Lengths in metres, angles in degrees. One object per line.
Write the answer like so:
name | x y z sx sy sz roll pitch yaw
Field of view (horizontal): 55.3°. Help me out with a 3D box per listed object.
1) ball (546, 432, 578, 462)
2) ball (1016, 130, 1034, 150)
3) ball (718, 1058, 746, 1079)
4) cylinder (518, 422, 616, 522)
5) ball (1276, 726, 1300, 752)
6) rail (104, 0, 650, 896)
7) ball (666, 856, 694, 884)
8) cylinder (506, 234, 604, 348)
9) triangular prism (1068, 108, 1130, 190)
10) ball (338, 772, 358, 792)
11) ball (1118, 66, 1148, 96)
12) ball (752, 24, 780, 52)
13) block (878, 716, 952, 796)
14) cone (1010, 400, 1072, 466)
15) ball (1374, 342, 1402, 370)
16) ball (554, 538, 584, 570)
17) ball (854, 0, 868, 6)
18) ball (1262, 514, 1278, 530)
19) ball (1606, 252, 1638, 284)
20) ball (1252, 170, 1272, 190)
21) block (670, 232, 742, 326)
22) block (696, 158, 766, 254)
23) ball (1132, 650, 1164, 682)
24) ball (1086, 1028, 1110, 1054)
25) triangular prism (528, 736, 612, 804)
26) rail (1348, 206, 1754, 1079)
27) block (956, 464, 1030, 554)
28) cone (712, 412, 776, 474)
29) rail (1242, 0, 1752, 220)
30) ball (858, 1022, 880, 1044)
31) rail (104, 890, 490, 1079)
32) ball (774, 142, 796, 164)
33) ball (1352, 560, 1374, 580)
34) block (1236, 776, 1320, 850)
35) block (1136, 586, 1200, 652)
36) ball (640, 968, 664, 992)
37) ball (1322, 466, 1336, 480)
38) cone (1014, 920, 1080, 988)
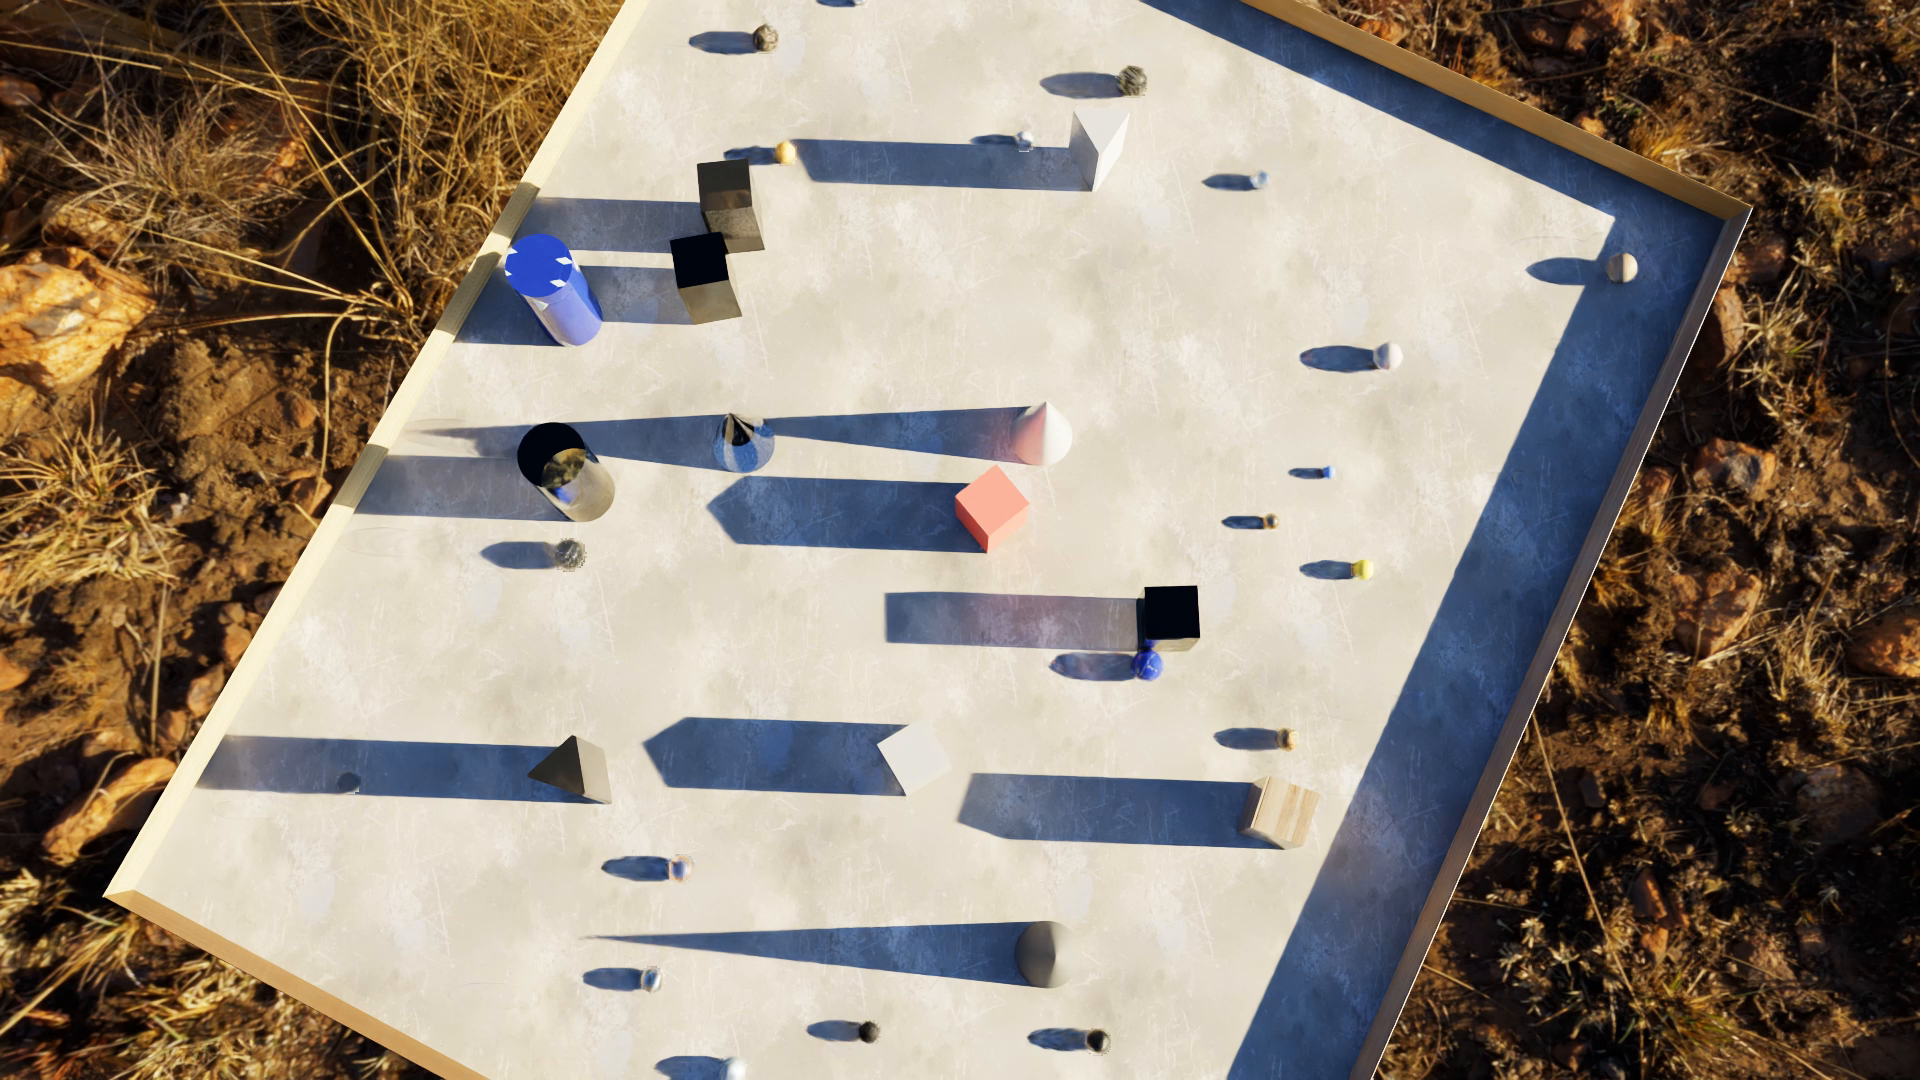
ball | -1.222 -0.288 5.629 0.093 0.093 0.093 0 78 0
ball | 0.205 -1.278 5.852 0.058 0.058 0.058 0 78 0
ball | -0.654 1.525 5.263 0.075 0.075 0.075 0 78 0
cylinder | -1.160 -0.195 5.424 0.194 0.456 0.194 0 78 0
ball | 0.976 0.592 5.457 0.072 0.072 0.072 0 78 0
rail | -1.533 -0.744 5.705 0.045 0.126 4.093 26 80 5
ball | -0.821 0.967 5.376 0.078 0.078 0.078 0 78 0
cylinder | -1.219 -0.747 5.532 0.194 0.468 0.194 0 78 0
triangular prism | 0.410 -1.246 5.722 0.146 0.299 0.168 31 80 6
ball | -1.815 0.719 5.437 0.060 0.060 0.060 0 78 0
ball | 0.554 -1.471 5.871 0.097 0.097 0.097 0 78 0
ball | -0.626 -1.618 5.908 0.085 0.085 0.085 0 78 0
block | -0.131 0.636 5.362 0.156 0.240 0.156 -31 80 -6
cone | 0.252 -0.363 5.491 0.194 0.393 0.194 0 78 0
ball | 1.329 -0.570 5.689 0.089 0.089 0.089 0 78 0
ball | -1.187 0.043 5.561 0.092 0.092 0.092 0 78 0
ball | -0.323 -1.762 5.956 0.049 0.049 0.049 0 78 0
ball | 0.950 -0.056 5.603 0.049 0.049 0.049 0 78 0
ball | 2.074 -0.853 5.745 0.094 0.094 0.094 0 78 0
ball | 0.958 -1.144 5.822 0.061 0.061 0.061 0 78 0
block | -0.774 -0.798 5.609 0.156 0.338 0.156 -11 79 -2
block | -0.703 -1.022 5.644 0.156 0.360 0.156 -6 78 -1
ball | 0.561 0.377 5.489 0.097 0.097 0.097 0 78 0
ball | 0.398 1.445 5.283 0.067 0.067 0.067 0 78 0
triangular prism | -1.094 0.650 5.274 0.168 0.408 0.146 18 79 4
rail | 1.533 0.757 5.394 0.045 0.126 4.093 26 80 5
block | 0.095 -0.092 5.503 0.156 0.259 0.156 -38 81 -7
cone | -0.670 -0.336 5.503 0.194 0.359 0.194 0 78 0
rail | 0.905 -1.765 5.916 3.476 0.126 0.045 26 80 5
ball | -0.262 1.422 5.291 0.062 0.062 0.062 0 78 0
rail | -0.905 1.779 5.183 3.476 0.126 0.045 26 80 5
ball | -0.558 -1.233 5.838 0.067 0.067 0.067 0 78 0
ball | 1.226 0.090 5.566 0.063 0.063 0.063 0 78 0
block | 0.919 0.792 5.310 0.156 0.279 0.156 19 79 4
block | 0.615 0.236 5.437 0.156 0.257 0.156 -2 78 0
ball | -0.893 1.278 5.316 0.070 0.070 0.070 0 78 0
ball | 1.136 -0.208 5.639 0.041 0.041 0.041 0 78 0
cone | 0.257 1.167 5.137 0.194 0.466 0.194 0 78 0
